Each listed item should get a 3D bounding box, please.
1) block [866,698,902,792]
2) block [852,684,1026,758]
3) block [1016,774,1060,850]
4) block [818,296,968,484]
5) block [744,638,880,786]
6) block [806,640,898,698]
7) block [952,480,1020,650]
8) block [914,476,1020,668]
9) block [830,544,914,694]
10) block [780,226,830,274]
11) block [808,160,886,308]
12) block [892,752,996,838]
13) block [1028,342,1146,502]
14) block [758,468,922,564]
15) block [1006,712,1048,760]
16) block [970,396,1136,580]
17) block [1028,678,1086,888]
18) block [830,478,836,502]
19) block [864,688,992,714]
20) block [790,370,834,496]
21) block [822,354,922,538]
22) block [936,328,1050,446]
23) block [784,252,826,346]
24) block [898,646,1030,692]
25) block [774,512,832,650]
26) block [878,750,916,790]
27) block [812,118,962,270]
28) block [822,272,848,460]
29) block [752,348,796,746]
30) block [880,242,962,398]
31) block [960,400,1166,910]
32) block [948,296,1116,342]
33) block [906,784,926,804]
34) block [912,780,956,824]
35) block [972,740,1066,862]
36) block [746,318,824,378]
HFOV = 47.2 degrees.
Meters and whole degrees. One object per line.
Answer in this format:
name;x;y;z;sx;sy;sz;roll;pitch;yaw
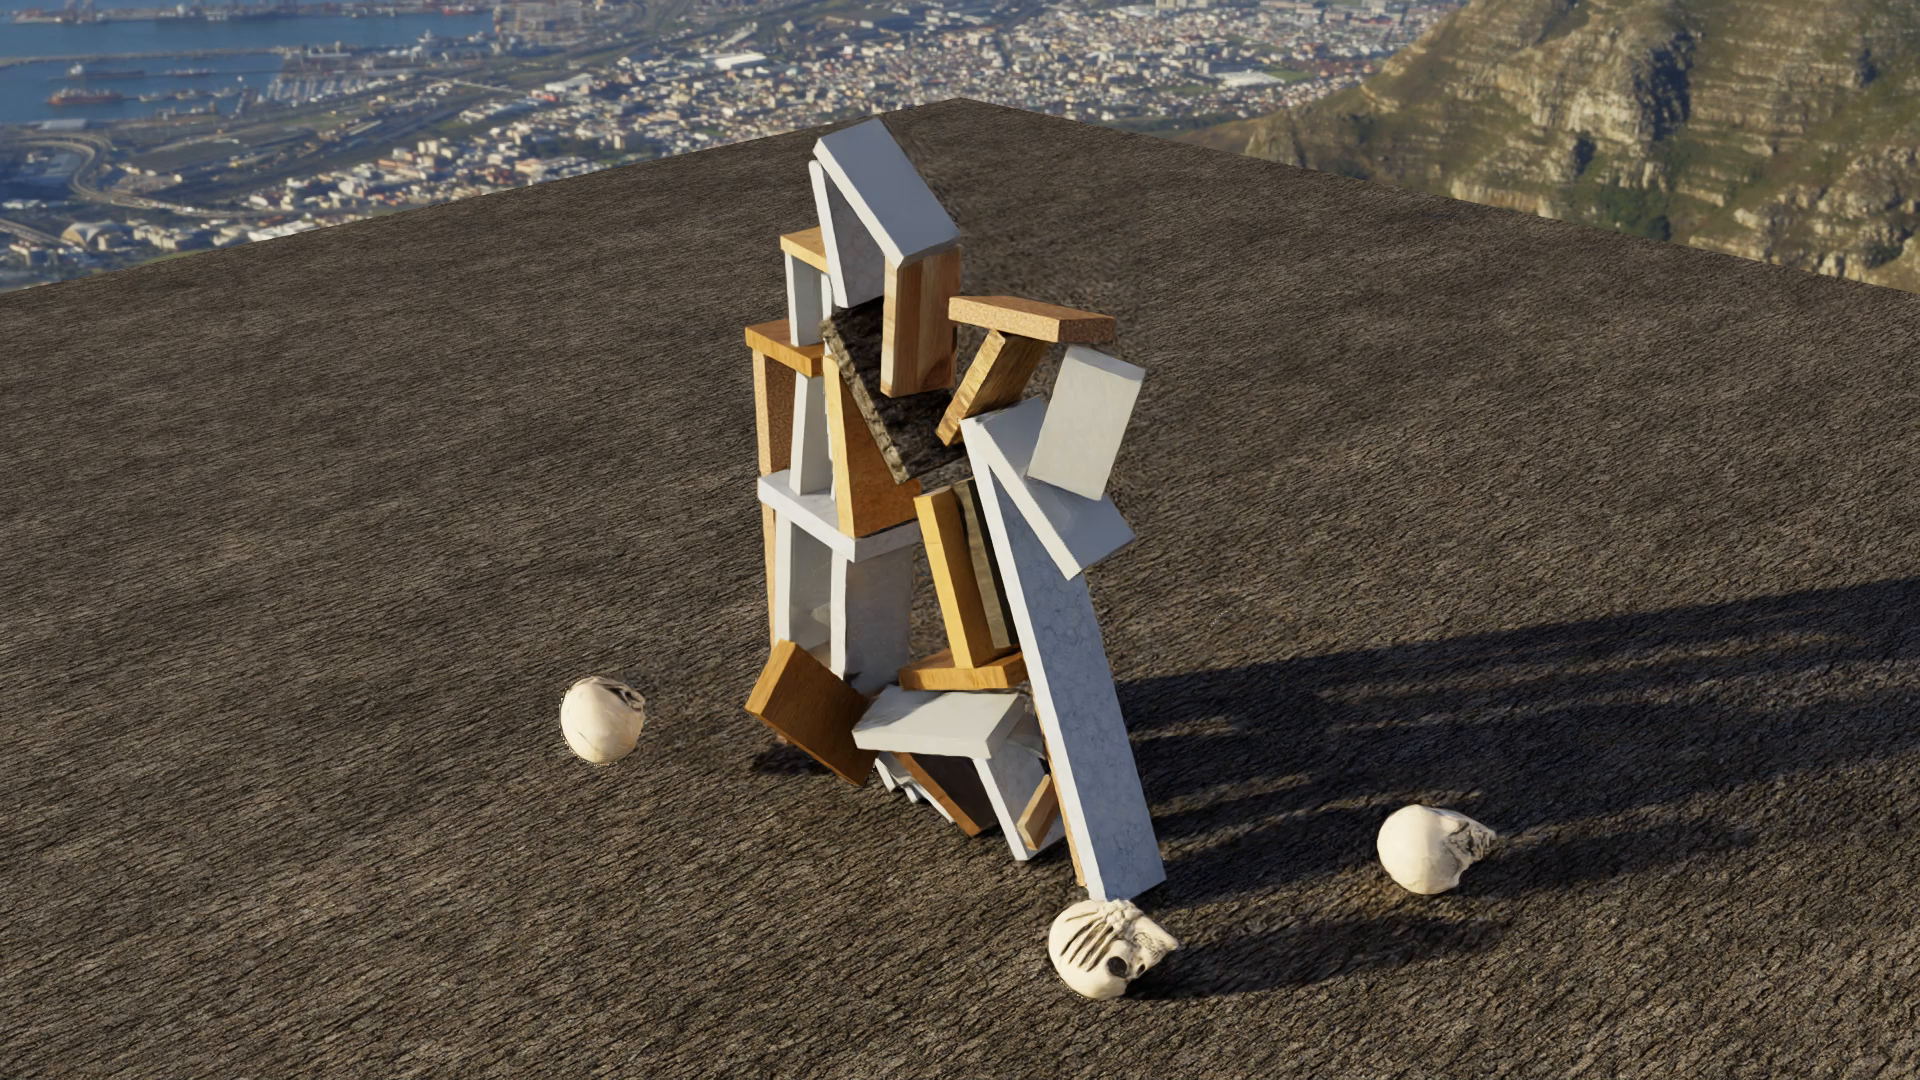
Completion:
block;-0.145;0.415;4.582;0.103;0.029;0.206;-16;69;-34
block;-0.042;0.348;4.229;0.301;0.043;0.151;1;33;32
block;0.156;0.521;4.208;0.019;0.067;0.133;-1;40;36
block;-0.117;-0.287;4.124;0.167;0.335;0.047;-25;-2;-35
block;-0.271;0.344;4.326;0.043;0.151;0.407;18;-16;34
block;-0.233;0.264;4.577;0.103;0.029;0.206;-20;35;-35
block;0.096;0.031;4.143;0.158;0.317;0.045;-16;1;-41
block;0.028;0.058;4.166;0.167;0.335;0.047;-21;11;-40
block;-0.178;0.147;4.418;0.166;0.331;0.047;-19;36;-34
block;-0.251;-0.550;4.191;0.093;0.026;0.186;-19;34;-32
block;-0.188;-0.582;4.068;0.138;0.275;0.039;-26;28;-32
block;-0.024;0.460;4.396;0.254;0.036;0.127;47;43;-2
block;0.218;-0.202;3.814;0.138;0.296;0.039;20;47;4
block;-0.242;-0.063;4.403;0.166;0.047;0.331;-19;35;-34
block;0.136;0.373;4.231;0.133;0.019;0.067;22;58;42
block;0.168;-0.097;3.977;0.158;0.317;0.045;-29;-8;-41
block;0.207;0.450;4.180;0.019;0.423;0.067;-4;14;46
block;-0.229;-0.124;4.366;0.047;0.094;0.013;-19;45;-33
block;-0.068;0.347;4.331;0.254;0.036;0.127;-6;31;22
block;-0.265;-0.226;4.368;0.134;0.267;0.038;-18;40;-32
block;-0.166;-0.197;4.231;0.167;0.355;0.047;-20;25;-35
block;0.066;-0.294;4.046;0.138;0.275;0.039;-18;60;-41
block;-0.287;-0.477;4.282;0.093;0.186;0.026;-16;26;-29
block;0.037;0.244;4.234;0.151;0.043;0.302;-22;11;-41
block;-0.304;0.067;4.555;0.166;0.331;0.047;-23;39;-38
block;-0.130;0.427;4.489;0.081;0.023;0.161;-38;55;-9
block;-0.131;-0.625;3.954;0.138;0.039;0.275;-26;75;-34
block;-0.214;-0.338;4.231;0.093;0.384;0.026;-22;35;-35
block;-0.343;0.011;4.607;0.134;0.881;0.038;-19;27;-38
block;-0.071;-0.405;4.029;0.138;0.275;0.039;-13;31;-30
block;0.196;0.214;4.112;0.158;0.951;0.045;-20;7;-39
block;0.124;-0.386;3.827;0.138;0.039;0.275;-7;17;-42
block;-0.100;0.460;4.533;0.081;0.023;0.161;-17;64;-34
block;-0.039;0.500;4.474;0.081;0.023;0.161;-24;53;-36
block;0.114;0.484;4.302;0.127;0.254;0.036;-27;6;-41
block;-0.302;-0.386;4.356;0.134;0.038;0.267;-16;26;-29
